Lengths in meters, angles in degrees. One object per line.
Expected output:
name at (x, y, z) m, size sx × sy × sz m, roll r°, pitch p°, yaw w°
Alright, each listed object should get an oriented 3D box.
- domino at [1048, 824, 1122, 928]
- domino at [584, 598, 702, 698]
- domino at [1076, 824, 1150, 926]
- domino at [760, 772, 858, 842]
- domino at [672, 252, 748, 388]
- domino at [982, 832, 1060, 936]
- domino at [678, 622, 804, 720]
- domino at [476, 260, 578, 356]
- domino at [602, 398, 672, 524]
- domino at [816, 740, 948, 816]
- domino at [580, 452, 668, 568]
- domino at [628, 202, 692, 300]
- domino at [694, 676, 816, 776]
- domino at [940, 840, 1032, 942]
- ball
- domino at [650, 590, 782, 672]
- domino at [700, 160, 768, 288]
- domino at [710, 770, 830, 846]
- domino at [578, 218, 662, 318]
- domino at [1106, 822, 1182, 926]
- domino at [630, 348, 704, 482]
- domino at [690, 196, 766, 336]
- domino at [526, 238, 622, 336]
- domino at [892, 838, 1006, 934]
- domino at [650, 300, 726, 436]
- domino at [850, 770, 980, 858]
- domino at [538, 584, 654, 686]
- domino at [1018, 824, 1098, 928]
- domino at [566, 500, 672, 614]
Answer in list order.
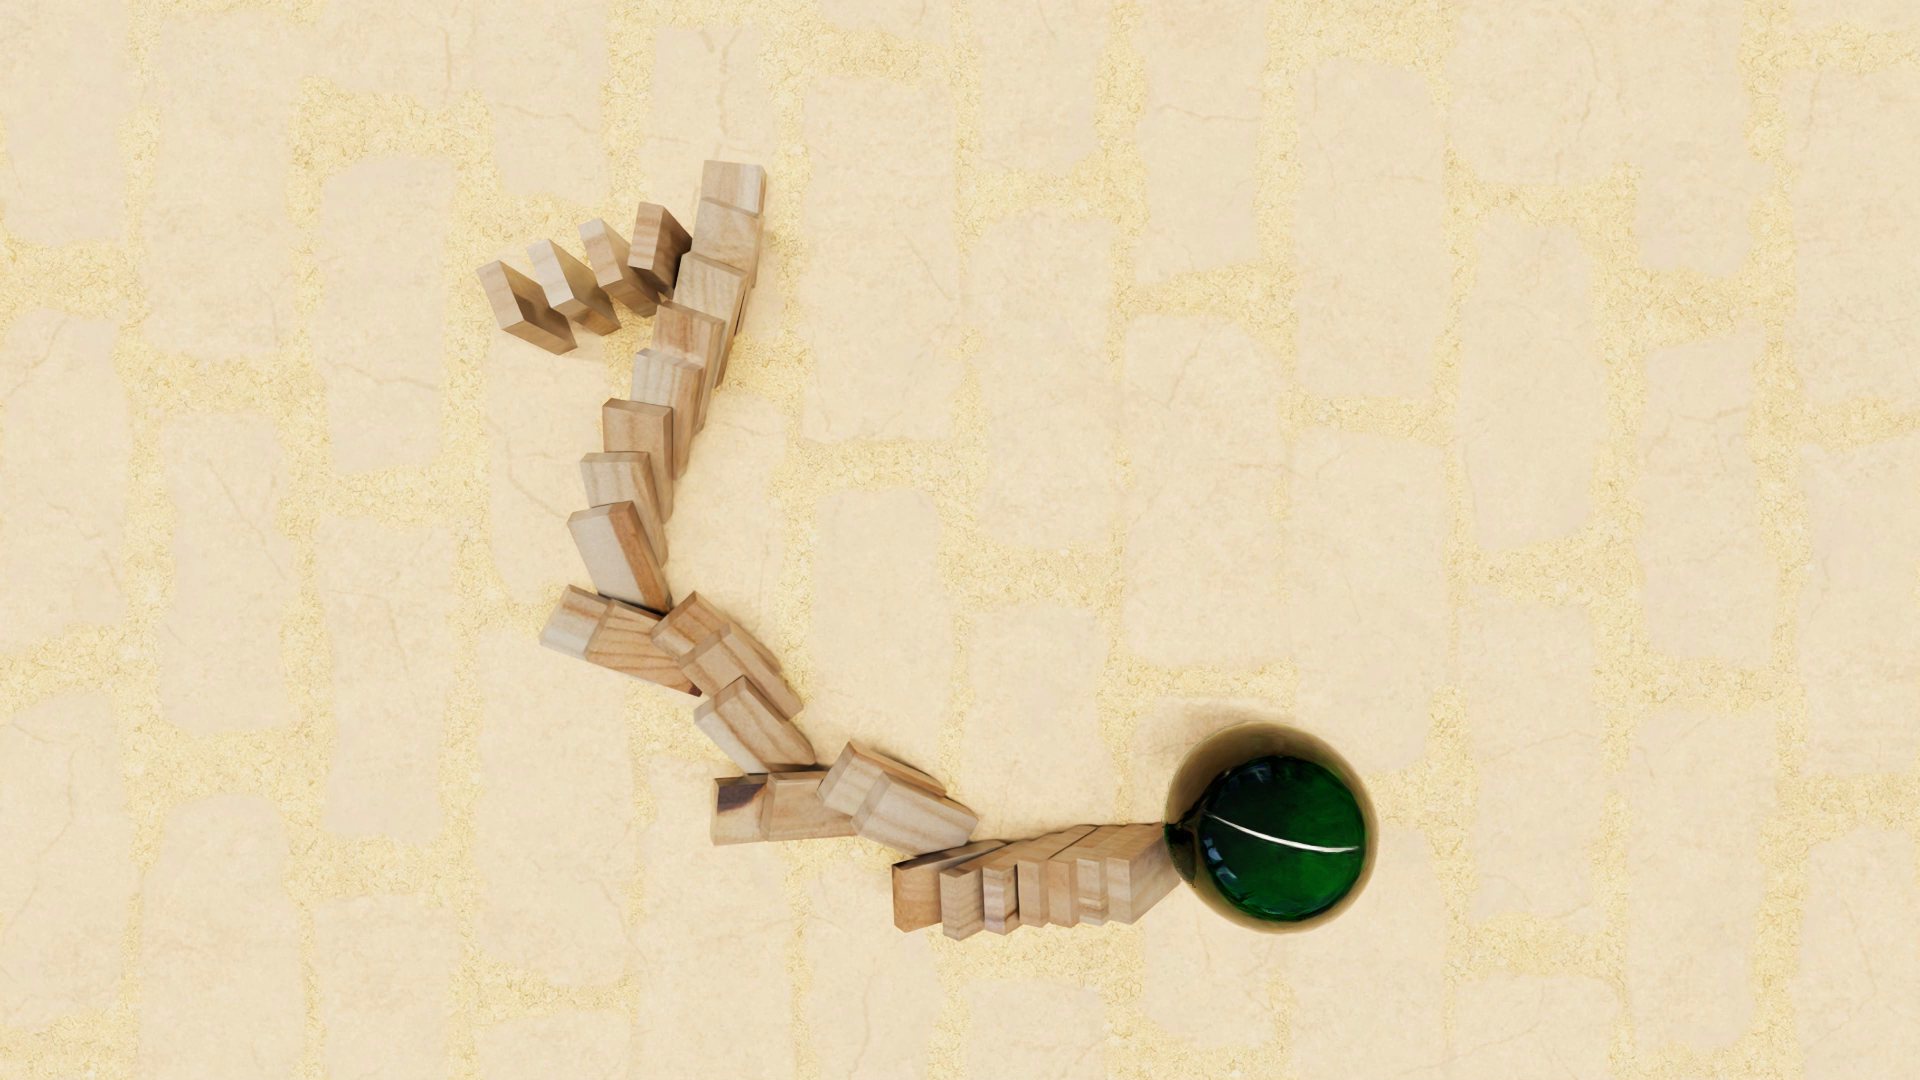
domino at (0.053, 0.137, 0.377) m, size 0.010 × 0.050 × 0.025 m, roll -3°, pitch 90°, yaw 36°
domino at (-0.127, 0.046, 0.382) m, size 0.050 × 0.009 × 0.025 m, roll 27°, pitch 90°, yaw -33°
domino at (0.065, 0.137, 0.377) m, size 0.010 × 0.050 × 0.025 m, roll -3°, pitch 90°, yaw 36°
domino at (-0.056, 0.110, 0.382) m, size 0.050 × 0.009 × 0.025 m, roll 8°, pitch 91°, yaw -33°
domino at (-0.108, -0.092, 0.384) m, size 0.025 × 0.010 × 0.050 m, roll 21°, pitch 117°, yaw -2°
domino at (0.029, 0.140, 0.378) m, size 0.009 × 0.050 × 0.025 m, roll -3°, pitch 90°, yaw 38°
domino at (-0.091, 0.060, 0.382) m, size 0.025 × 0.010 × 0.050 m, roll -37°, pitch 121°, yaw -3°
domino at (-0.176, -0.094, 0.375) m, size 0.010 × 0.050 × 0.025 m, roll -23°, pitch 90°, yaw 0°
domino at (-0.134, -0.032, 0.383) m, size 0.025 × 0.010 × 0.050 m, roll 10°, pitch 120°, yaw 0°
domino at (-0.032, 0.105, 0.383) m, size 0.050 × 0.010 × 0.025 m, roll 33°, pitch 90°, yaw -32°
domino at (-0.140, -0.012, 0.383) m, size 0.025 × 0.009 × 0.050 m, roll 0°, pitch 120°, yaw 0°
domino at (-0.120, -0.116, 0.375) m, size 0.010 × 0.050 × 0.025 m, roll 11°, pitch 90°, yaw 0°
domino at (-0.085, 0.082, 0.383) m, size 0.025 × 0.009 × 0.050 m, roll -34°, pitch 121°, yaw 0°
domino at (0.014, 0.144, 0.379) m, size 0.050 × 0.010 × 0.025 m, roll -3°, pitch 91°, yaw -44°
ball at (0.121, 0.112, 0.360) m, size 0.080 × 0.080 × 0.080 m, roll 0°, pitch 90°, yaw 0°
domino at (-0.101, 0.046, 0.383) m, size 0.025 × 0.010 × 0.050 m, roll -42°, pitch 121°, yaw 0°
domino at (-0.099, -0.136, 0.395) m, size 0.025 × 0.010 × 0.050 m, roll 6°, pitch 90°, yaw 0°
domino at (-0.078, 0.112, 0.383) m, size 0.050 × 0.009 × 0.025 m, roll 3°, pitch 96°, yaw -27°
domino at (-0.138, -0.110, 0.375) m, size 0.009 × 0.050 × 0.025 m, roll -20°, pitch 90°, yaw 0°
domino at (0.076, 0.136, 0.377) m, size 0.010 × 0.050 × 0.025 m, roll -3°, pitch 90°, yaw 36°
domino at (-0.125, -0.052, 0.384) m, size 0.025 × 0.009 × 0.050 m, roll 18°, pitch 117°, yaw 0°
domino at (-0.100, -0.114, 0.383) m, size 0.025 × 0.010 × 0.050 m, roll 18°, pitch 117°, yaw -5°
domino at (-0.157, -0.102, 0.375) m, size 0.009 × 0.050 × 0.025 m, roll -23°, pitch 90°, yaw 0°
domino at (-0.004, 0.144, 0.383) m, size 0.050 × 0.010 × 0.025 m, roll -3°, pitch 90°, yaw -31°
domino at (-0.117, -0.072, 0.384) m, size 0.025 × 0.009 × 0.050 m, roll 20°, pitch 117°, yaw -1°
domino at (-0.018, 0.118, 0.383) m, size 0.050 × 0.010 × 0.025 m, roll 33°, pitch 90°, yaw -32°
domino at (-0.145, 0.040, 0.382) m, size 0.050 × 0.009 × 0.025 m, roll 29°, pitch 92°, yaw -33°
domino at (0.041, 0.137, 0.377) m, size 0.010 × 0.050 × 0.025 m, roll -3°, pitch 90°, yaw 36°
domino at (-0.142, 0.010, 0.383) m, size 0.025 × 0.009 × 0.050 m, roll -12°, pitch 120°, yaw 0°
